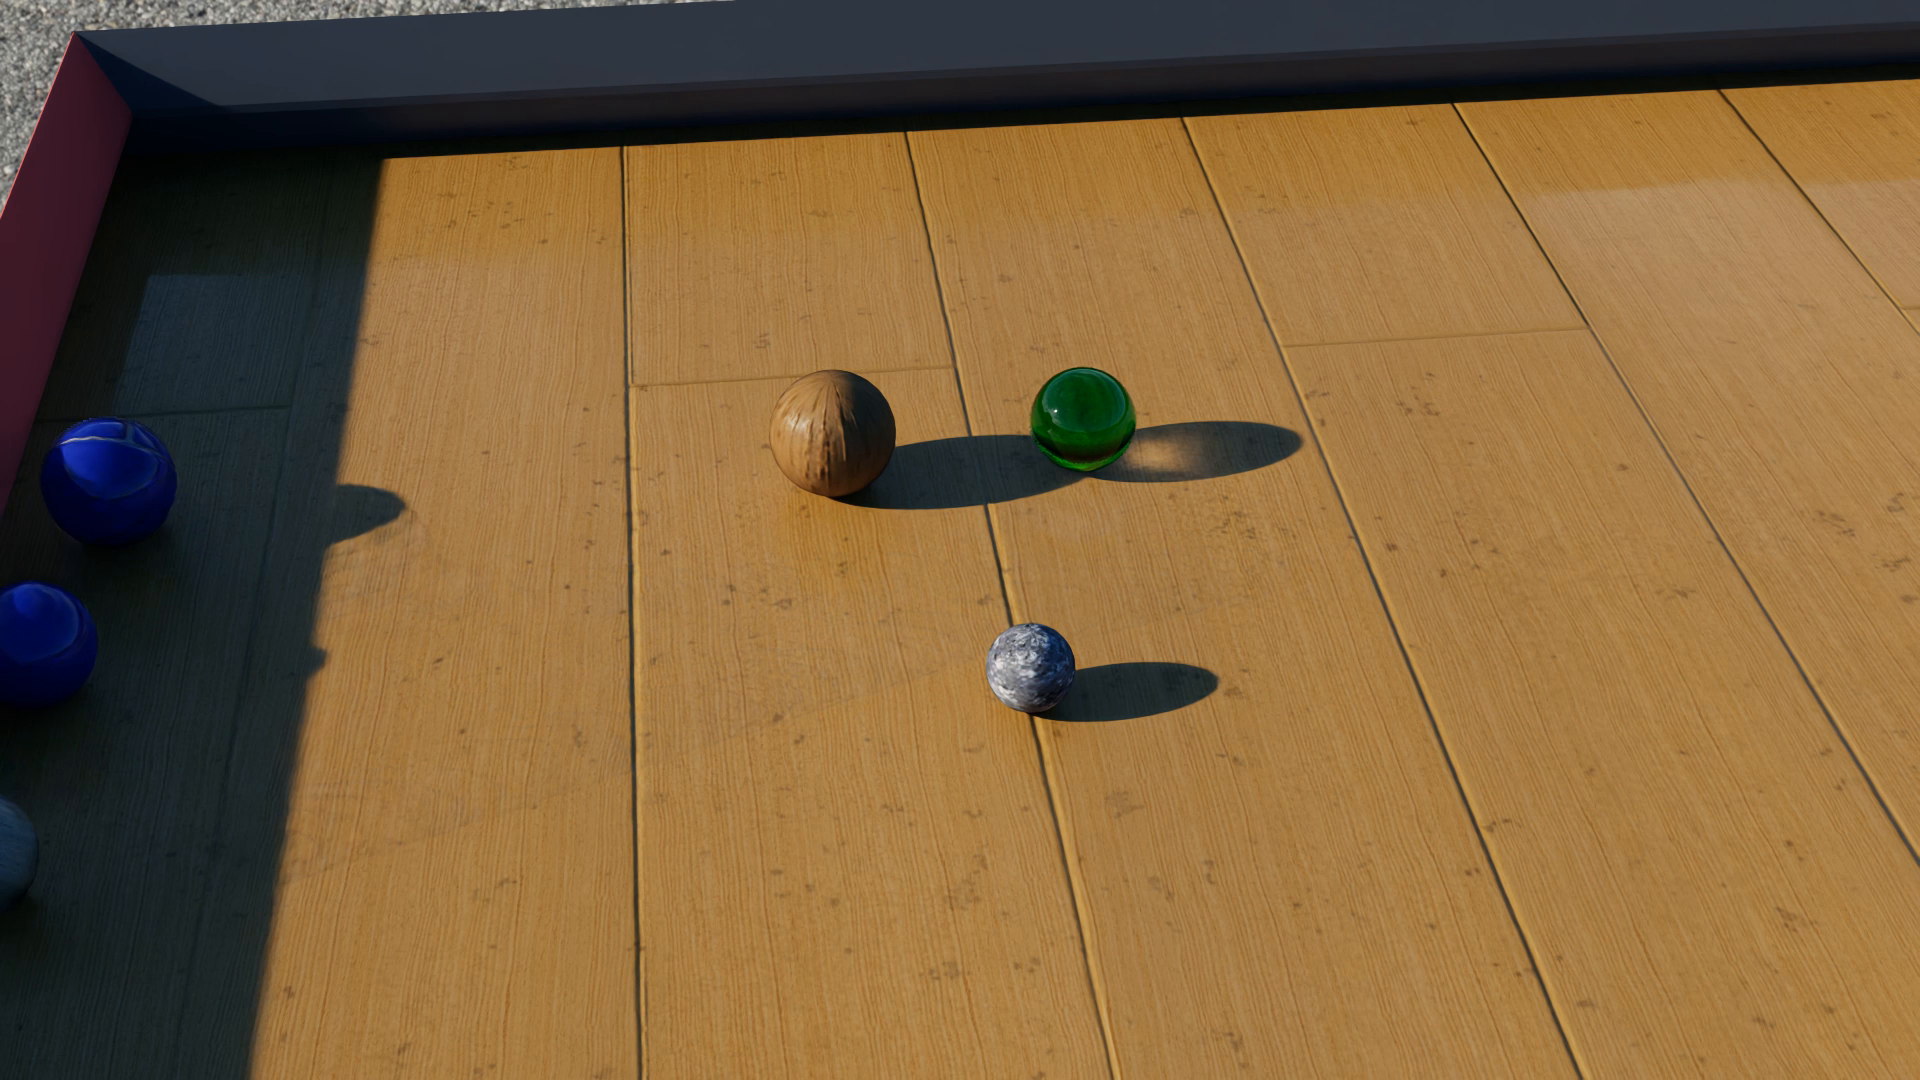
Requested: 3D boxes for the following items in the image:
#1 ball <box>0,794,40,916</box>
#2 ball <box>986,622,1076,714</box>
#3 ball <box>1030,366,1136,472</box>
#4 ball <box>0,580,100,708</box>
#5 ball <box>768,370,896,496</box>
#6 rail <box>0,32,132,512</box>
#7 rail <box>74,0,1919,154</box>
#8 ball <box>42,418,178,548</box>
[{"bbox_3d":[-0.564,0.179,1.458,0.078,0.078,0.078,0,36,0],"label":"ball"},{"bbox_3d":[0.044,0.080,1.614,0.057,0.057,0.057,0,36,0],"label":"ball"},{"bbox_3d":[0.088,-0.086,1.832,0.075,0.075,0.075,0,36,0],"label":"ball"},{"bbox_3d":[-0.584,0.066,1.615,0.080,0.080,0.080,0,36,0],"label":"ball"},{"bbox_3d":[-0.090,-0.075,1.804,0.090,0.090,0.090,0,36,0],"label":"ball"},{"bbox_3d":[-0.649,0.027,1.636,0.045,0.116,1.435,-4,36,-5],"label":"rail"},{"bbox_3d":[0.593,-0.462,2.321,2.708,0.116,0.045,-4,36,-5],"label":"rail"},{"bbox_3d":[-0.581,-0.039,1.754,0.088,0.088,0.088,0,36,0],"label":"ball"}]
